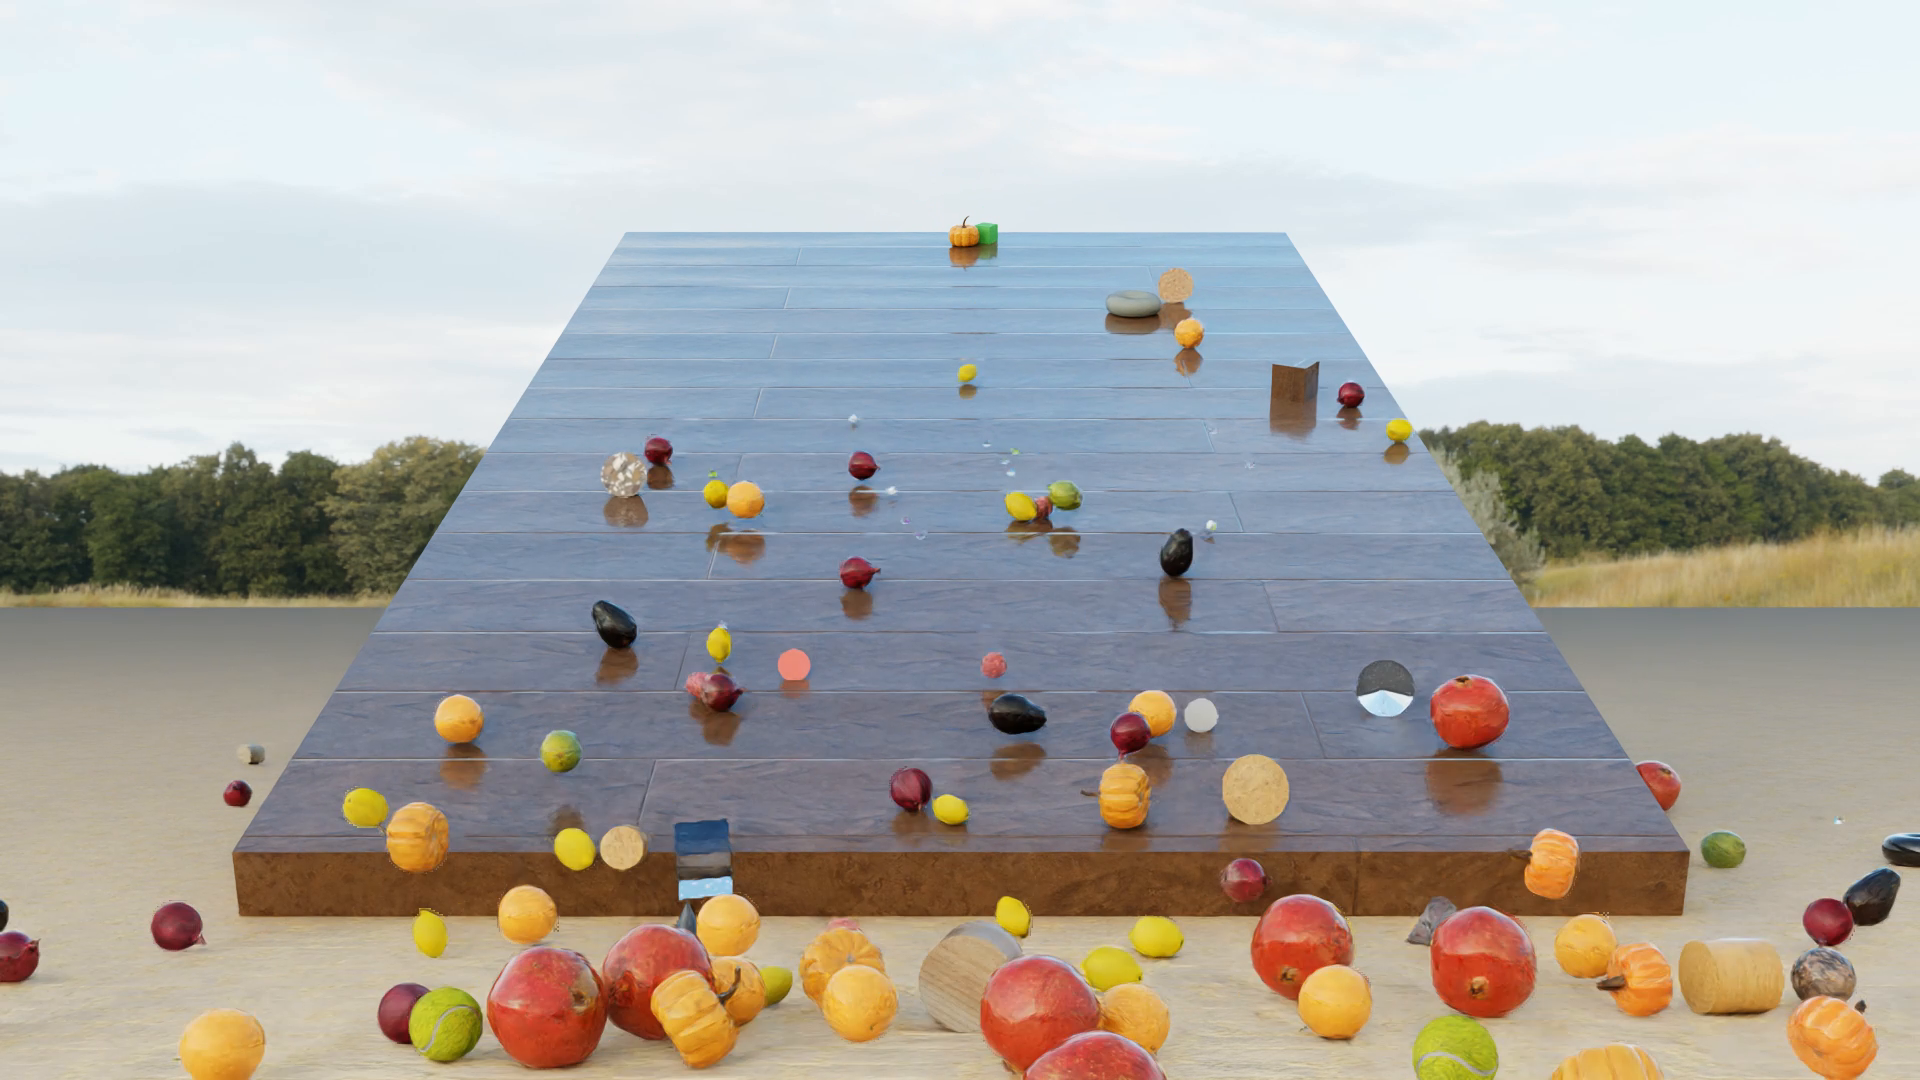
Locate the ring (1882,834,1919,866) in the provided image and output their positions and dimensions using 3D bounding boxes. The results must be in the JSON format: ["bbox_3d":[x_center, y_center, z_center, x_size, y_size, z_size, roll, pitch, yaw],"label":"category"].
[{"bbox_3d":[1.604,0.515,3.755,0.143,0.048,0.143,1,-2,0],"label":"ring"}]

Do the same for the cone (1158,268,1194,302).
[{"bbox_3d":[0.583,-0.673,6.086,0.095,0.095,0.095,0,-7,8],"label":"cone"}]

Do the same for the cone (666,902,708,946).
[{"bbox_3d":[-0.348,0.488,2.892,0.055,0.055,0.055,0,-2,0],"label":"cone"}]

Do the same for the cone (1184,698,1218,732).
[{"bbox_3d":[0.377,0.273,3.500,0.052,0.052,0.052,0,-8,17],"label":"cone"}]

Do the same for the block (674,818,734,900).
[{"bbox_3d":[-0.344,0.427,3.032,0.072,0.072,0.072,-4,30,-8],"label":"block"}]

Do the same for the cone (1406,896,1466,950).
[{"bbox_3d":[0.592,0.499,2.878,0.071,0.071,0.071,2,-29,-46],"label":"cone"}]

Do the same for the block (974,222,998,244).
[{"bbox_3d":[0.078,-0.912,6.734,0.051,0.051,0.051,12,23,29],"label":"block"}]

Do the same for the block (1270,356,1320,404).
[{"bbox_3d":[0.768,-0.368,5.189,0.081,0.081,0.081,12,23,29],"label":"block"}]

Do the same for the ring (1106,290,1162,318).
[{"bbox_3d":[0.453,-0.618,5.926,0.147,0.049,0.147,1,19,0],"label":"ring"}]

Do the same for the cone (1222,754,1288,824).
[{"bbox_3d":[0.407,0.357,3.238,0.099,0.099,0.099,0,-7,-11],"label":"cone"}]

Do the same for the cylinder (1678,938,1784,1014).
[{"bbox_3d":[0.818,0.463,2.404,0.077,0.077,0.077,0,-2,-13],"label":"cylinder"}]

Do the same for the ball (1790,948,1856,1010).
[{"bbox_3d":[0.925,0.470,2.426,0.066,0.066,0.066,0,-2,0],"label":"ball"}]

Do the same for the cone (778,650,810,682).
[{"bbox_3d":[-0.269,0.205,3.685,0.052,0.052,0.052,0,-7,-3],"label":"cone"}]

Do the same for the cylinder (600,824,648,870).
[{"bbox_3d":[-0.451,0.412,3.044,0.058,0.058,0.058,0,-5,-1],"label":"cylinder"}]

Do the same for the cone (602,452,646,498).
[{"bbox_3d":[-0.670,-0.124,4.567,0.091,0.091,0.091,0,-7,1],"label":"cone"}]

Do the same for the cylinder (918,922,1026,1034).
[{"bbox_3d":[0.014,0.451,2.342,0.099,0.099,0.099,0,-2,8],"label":"cylinder"}]

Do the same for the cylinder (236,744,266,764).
[{"bbox_3d":[-1.896,0.574,6.058,0.052,0.052,0.052,-1,-2,24],"label":"cylinder"}]

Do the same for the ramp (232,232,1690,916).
[{"bbox_3d":[-0.005,-0.206,5.004,2.000,0.100,4.000,0,20,0],"label":"ramp"}]
